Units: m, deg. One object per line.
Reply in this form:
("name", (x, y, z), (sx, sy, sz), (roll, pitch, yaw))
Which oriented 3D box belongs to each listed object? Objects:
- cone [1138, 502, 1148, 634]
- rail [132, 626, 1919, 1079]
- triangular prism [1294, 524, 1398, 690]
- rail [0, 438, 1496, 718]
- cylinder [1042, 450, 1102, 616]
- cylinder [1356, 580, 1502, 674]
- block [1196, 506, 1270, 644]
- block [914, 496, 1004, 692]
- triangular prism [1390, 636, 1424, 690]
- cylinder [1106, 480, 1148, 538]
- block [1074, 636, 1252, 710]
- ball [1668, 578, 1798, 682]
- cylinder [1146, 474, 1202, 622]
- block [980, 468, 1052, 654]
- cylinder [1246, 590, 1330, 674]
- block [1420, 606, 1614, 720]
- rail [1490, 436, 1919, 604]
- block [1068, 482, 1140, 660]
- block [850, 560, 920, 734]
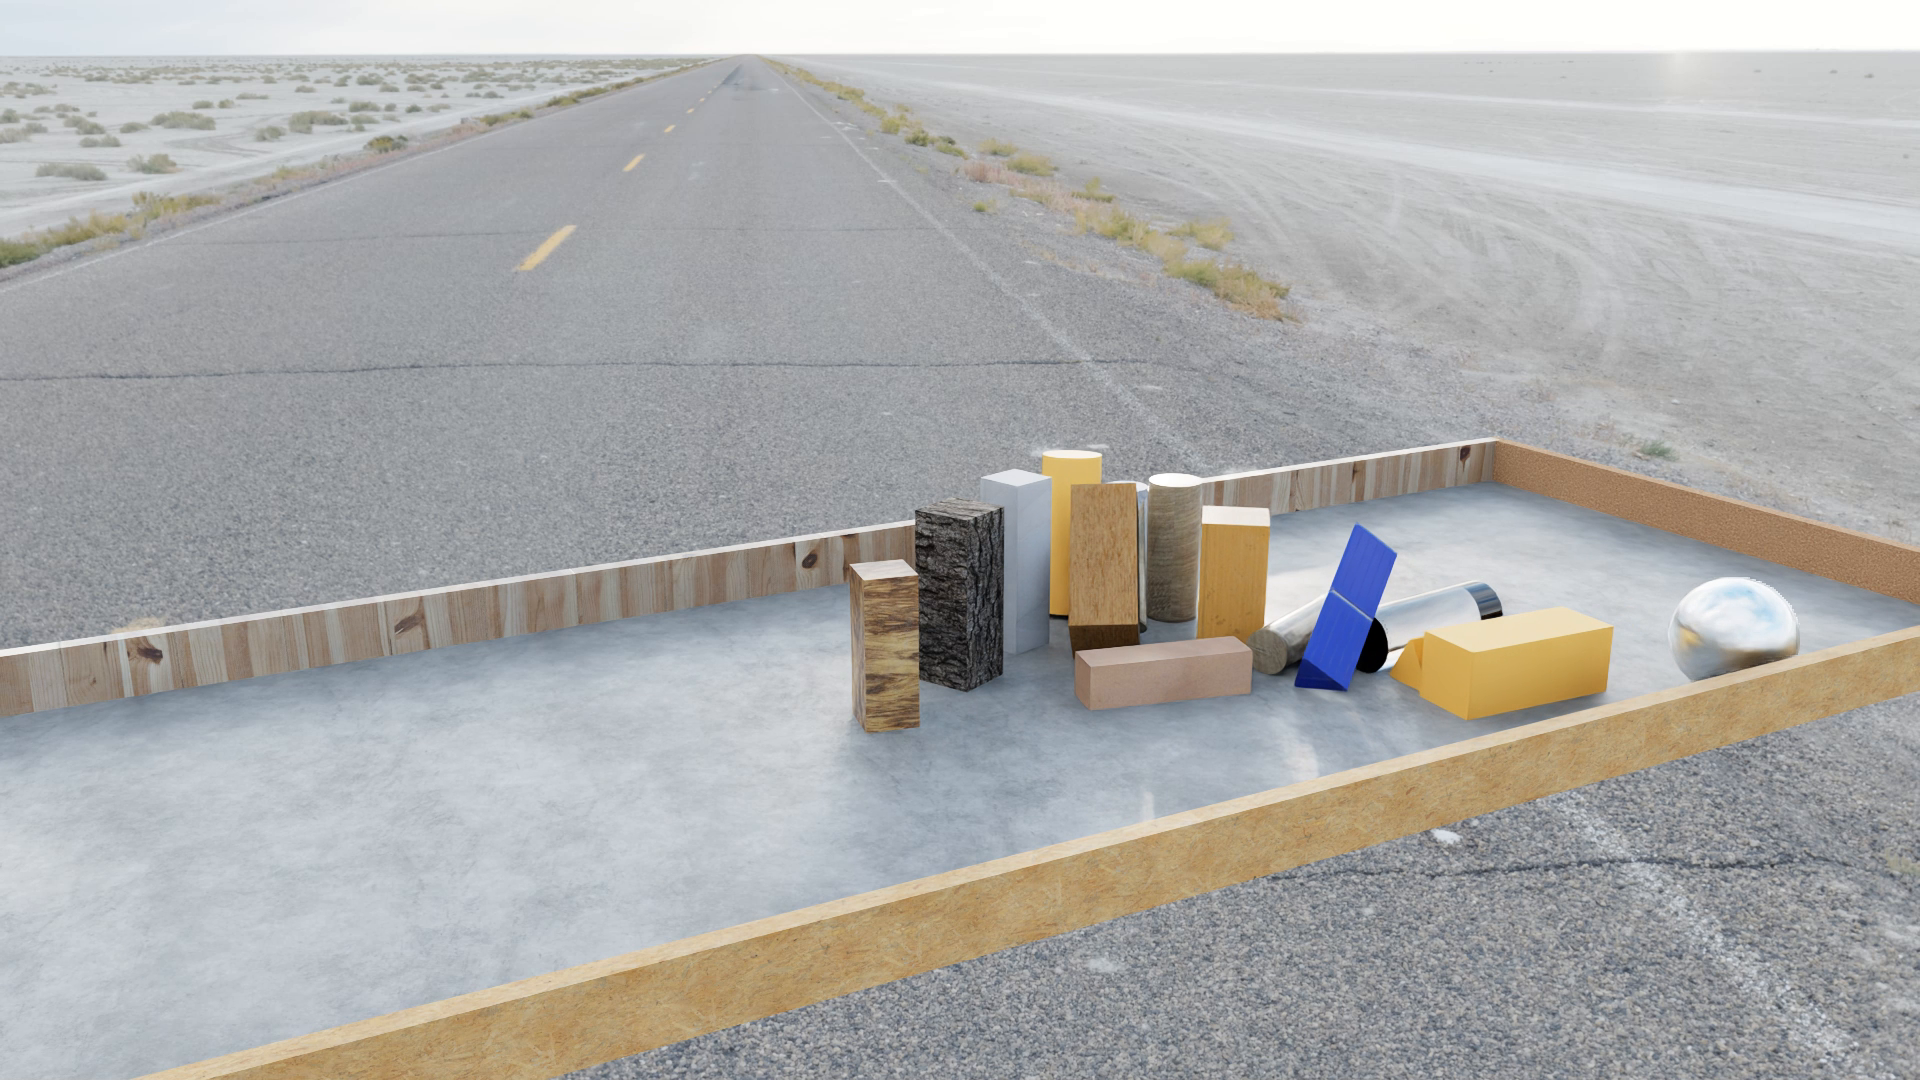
("cone", (0.467, 0.056, 4.484), (0.150, 0.370, 0.150), (12, -20, 4))
("rail", (-2.336, 1.006, 1.665), (12.000, 0.150, 0.050), (-9, 18, -27))
("triangular prism", (0.951, 0.160, 4.136), (0.141, 0.122, 0.435), (2, 51, 38))
("rail", (-3.305, 0.497, 3.399), (12.000, 0.150, 0.050), (-9, 18, -27))
("cylinder", (0.309, -0.022, 4.624), (0.166, 0.440, 0.166), (1, 11, 0))
("cylinder", (1.207, 0.223, 4.308), (0.442, 0.163, 0.163), (-11, 20, -33))
("block", (0.718, 0.108, 4.350), (0.172, 0.358, 0.172), (3, 17, 8))
("block", (0.000, 0.134, 4.117), (0.158, 0.441, 0.158), (12, 20, 34))
("triangular prism", (1.306, 0.277, 4.191), (0.417, 0.119, 0.137), (-8, 18, -25))
("cylinder", (0.483, -0.010, 4.844), (0.128, 0.306, 0.128), (0, 16, 0))
("block", (0.500, 0.325, 4.051), (0.420, 0.112, 0.112), (-4, 17, -15))
("ball", (1.892, 0.236, 4.039), (0.288, 0.288, 0.288), (0, 16, 0))
("cylinder", (0.593, 0.022, 4.587), (0.147, 0.390, 0.147), (0, 16, 0))
("block", (0.146, 0.056, 4.353), (0.131, 0.457, 0.131), (16, 22, 42))
("cylinder", (0.907, 0.237, 4.341), (0.118, 0.118, 0.424), (12, 20, 36))
("block", (1.364, 0.297, 4.043), (0.441, 0.170, 0.170), (-7, 18, -24))
("rail", (2.466, -0.048, 5.253), (0.050, 0.150, 2.100), (-9, 18, -27))
("block", (0.381, 0.079, 4.332), (0.174, 0.174, 0.435), (-2, 56, 8))
("block", (-0.176, 0.247, 3.851), (0.129, 0.373, 0.129), (-5, 17, -17))
